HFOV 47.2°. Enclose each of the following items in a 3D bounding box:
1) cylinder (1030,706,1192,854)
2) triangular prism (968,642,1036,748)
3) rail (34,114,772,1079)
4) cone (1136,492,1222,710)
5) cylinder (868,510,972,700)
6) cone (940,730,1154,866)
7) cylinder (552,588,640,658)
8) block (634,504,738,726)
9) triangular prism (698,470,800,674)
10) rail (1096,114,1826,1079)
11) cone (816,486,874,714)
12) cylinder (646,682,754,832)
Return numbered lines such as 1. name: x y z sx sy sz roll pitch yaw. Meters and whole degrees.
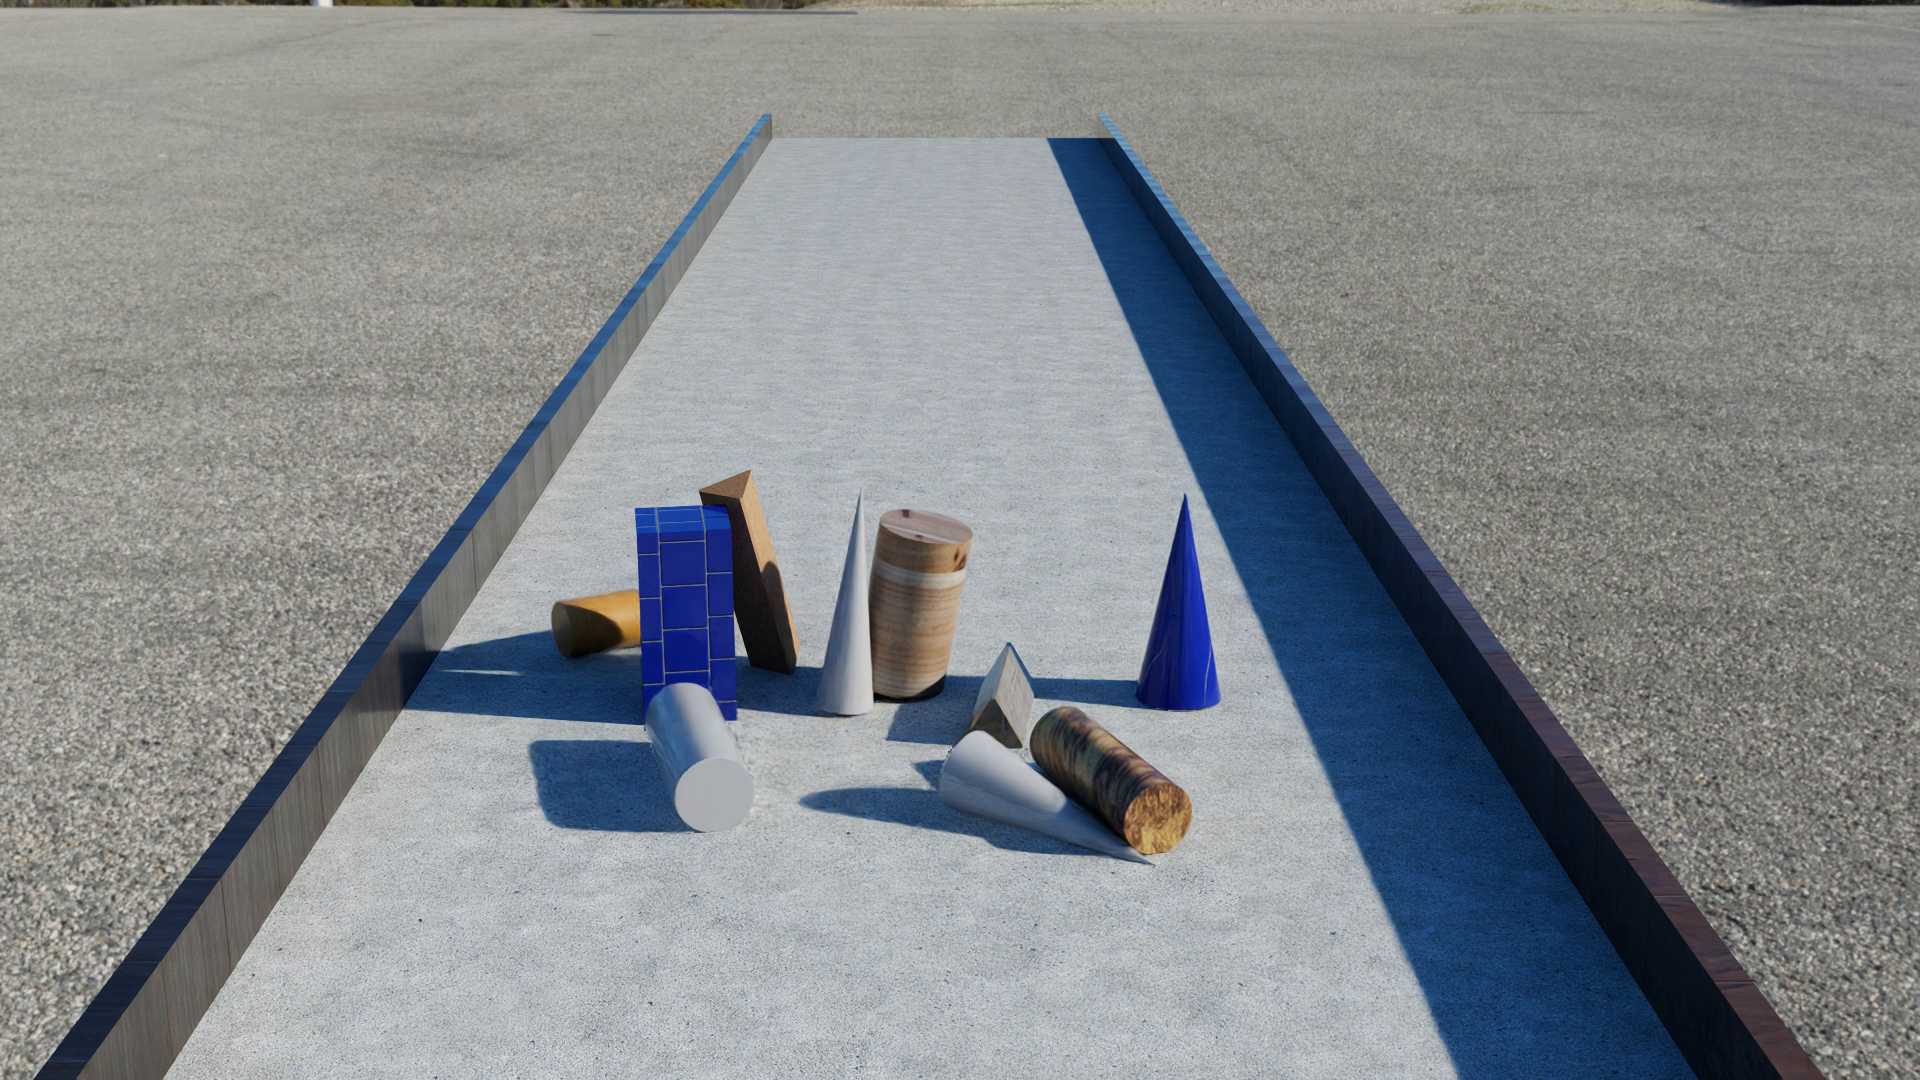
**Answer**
1. cylinder: 0.247 0.397 3.678 0.122 0.122 0.370 -7 18 -21
2. triangular prism: 0.077 0.284 4.102 0.105 0.091 0.311 2 17 6
3. rail: -1.118 -0.838 7.780 0.050 0.150 12.000 0 17 -1
4. cone: 0.420 0.103 4.162 0.165 0.407 0.165 0 16 0
5. cylinder: -0.091 0.122 4.207 0.179 0.319 0.179 9 19 -3
6. cone: 0.161 0.451 3.587 0.389 0.142 0.142 24 27 32
7. cylinder: -0.654 0.156 4.500 0.337 0.114 0.114 -10 19 -29
8. block: -0.513 0.138 4.112 0.171 0.371 0.171 -3 17 -9
9. triangular prism: -0.388 0.062 4.283 0.107 0.407 0.093 10 37 34
10. rail: 0.932 -0.844 7.801 0.050 0.150 12.000 0 17 -1
11. cone: -0.200 0.104 4.107 0.111 0.431 0.111 5 13 -1
12. cylinder: -0.448 0.367 3.763 0.132 0.132 0.365 -4 17 -14
